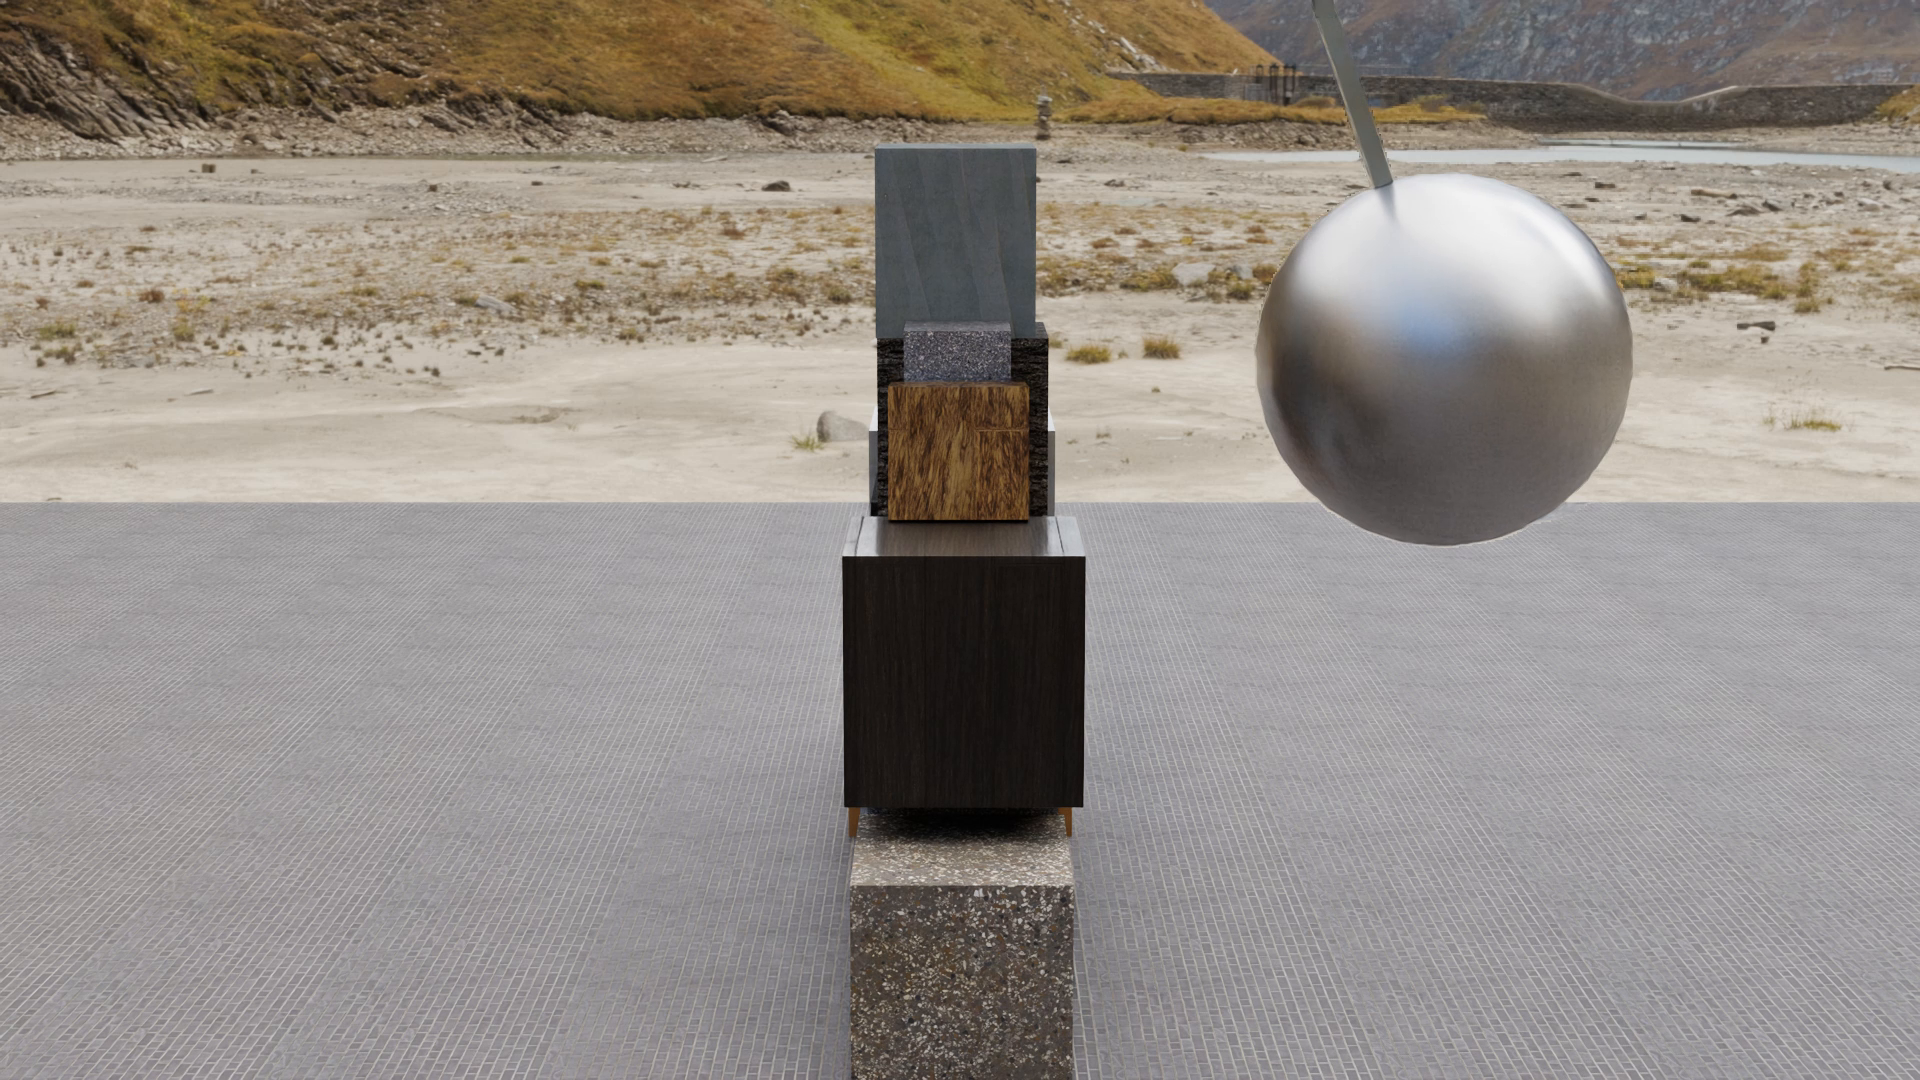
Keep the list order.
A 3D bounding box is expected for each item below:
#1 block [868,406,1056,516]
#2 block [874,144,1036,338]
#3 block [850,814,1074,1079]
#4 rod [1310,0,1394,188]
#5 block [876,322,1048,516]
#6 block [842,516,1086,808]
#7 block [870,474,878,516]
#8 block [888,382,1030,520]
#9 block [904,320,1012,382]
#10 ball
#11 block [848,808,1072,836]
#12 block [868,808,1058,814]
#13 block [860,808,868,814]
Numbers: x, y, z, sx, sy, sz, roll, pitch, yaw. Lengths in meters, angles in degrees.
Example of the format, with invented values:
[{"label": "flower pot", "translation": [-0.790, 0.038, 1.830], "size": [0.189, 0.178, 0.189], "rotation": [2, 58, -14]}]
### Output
[{"label": "block", "translation": [0.010, -0.111, 12.684], "size": [0.882, 0.991, 0.919], "rotation": [0, 10, 0]}, {"label": "block", "translation": [-0.019, -1.315, 11.182], "size": [0.679, 0.798, 0.724], "rotation": [0, 10, 0]}, {"label": "block", "translation": [0.006, 1.479, 9.434], "size": [0.781, 0.715, 0.869], "rotation": [0, 10, 0]}, {"label": "rod", "translation": [0.899, -3.912, 10.469], "size": [0.080, 5.200, 0.080], "rotation": [-20, 10, 4]}, {"label": "block", "translation": [0.012, -0.547, 11.321], "size": [0.729, 0.761, 0.732], "rotation": [0, 10, 0]}, {"label": "block", "translation": [0.014, 0.442, 9.688], "size": [0.874, 0.934, 0.826], "rotation": [0, 11, 0]}, {"label": "block", "translation": [-0.014, 0.147, 11.831], "size": [0.759, 0.789, 0.829], "rotation": [0, 10, 0]}, {"label": "block", "translation": [-0.006, -0.359, 10.119], "size": [0.541, 0.510, 0.556], "rotation": [0, 6, 0]}, {"label": "block", "translation": [-0.010, -0.690, 10.679], "size": [0.436, 0.403, 0.474], "rotation": [0, 10, 0]}, {"label": "ball", "translation": [2.074, -0.773, 11.040], "size": [1.600, 1.600, 1.600], "rotation": [0, 10, 0]}, {"label": "block", "translation": [0.002, 0.878, 12.377], "size": [1.039, 0.845, 0.997], "rotation": [0, 10, 0]}, {"label": "block", "translation": [0.011, 1.262, 10.208], "size": [0.729, 0.865, 0.712], "rotation": [0, 10, 0]}, {"label": "block", "translation": [-0.018, 1.105, 11.544], "size": [0.835, 0.695, 0.703], "rotation": [0, 10, 0]}]
